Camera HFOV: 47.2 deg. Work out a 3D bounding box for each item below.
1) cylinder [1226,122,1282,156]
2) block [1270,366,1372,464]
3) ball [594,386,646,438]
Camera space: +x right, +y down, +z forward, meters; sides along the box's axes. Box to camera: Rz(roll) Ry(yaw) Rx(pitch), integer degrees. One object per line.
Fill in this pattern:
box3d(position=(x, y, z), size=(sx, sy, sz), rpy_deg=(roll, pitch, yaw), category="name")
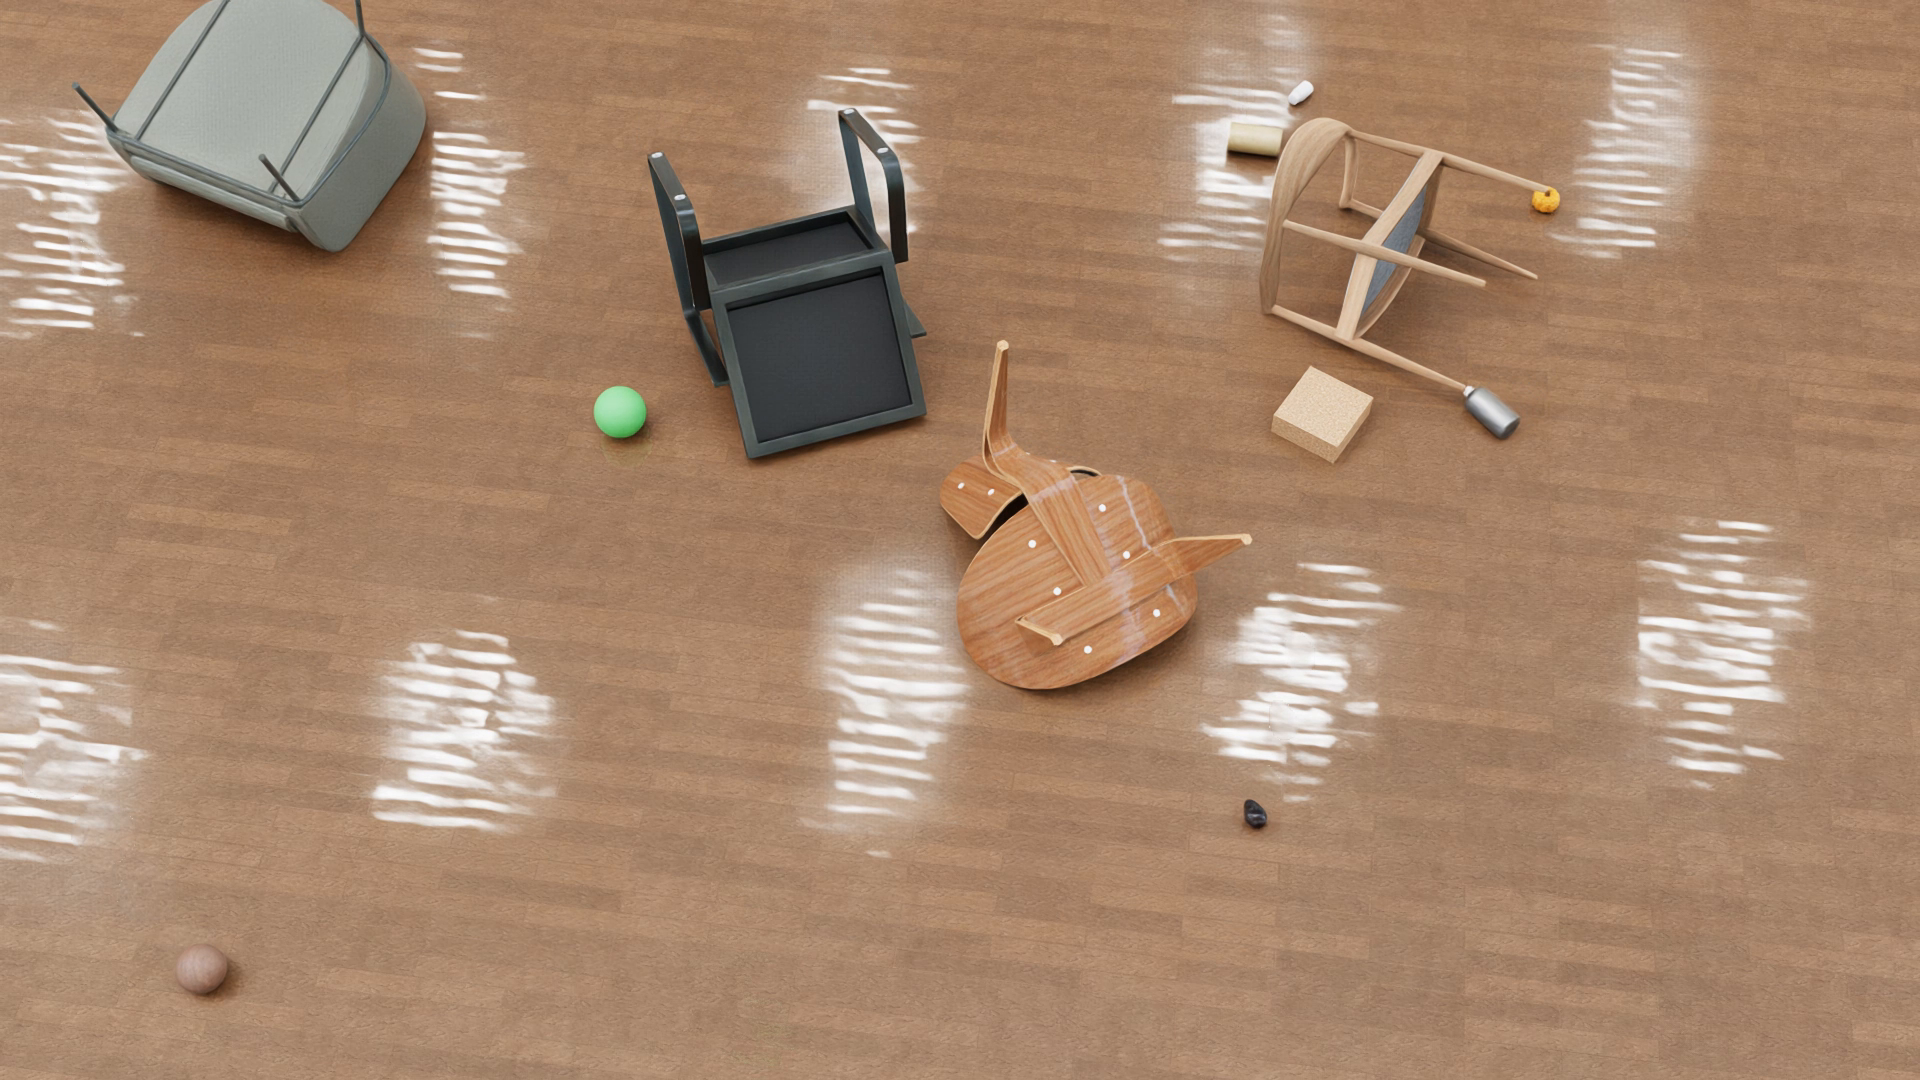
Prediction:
box3d(position=(0.995, -1.353, 7.425), size=(0.175, 0.093, 0.104), rpy_deg=(9, 41, 6), category="cylinder")
box3d(position=(1.116, -0.388, 6.783), size=(0.220, 0.084, 0.229), rpy_deg=(29, 61, 18), category="block")
box3d(position=(-1.042, -0.392, 6.741), size=(0.160, 0.160, 0.160), rpy_deg=(0, 56, 0), category="ball")
